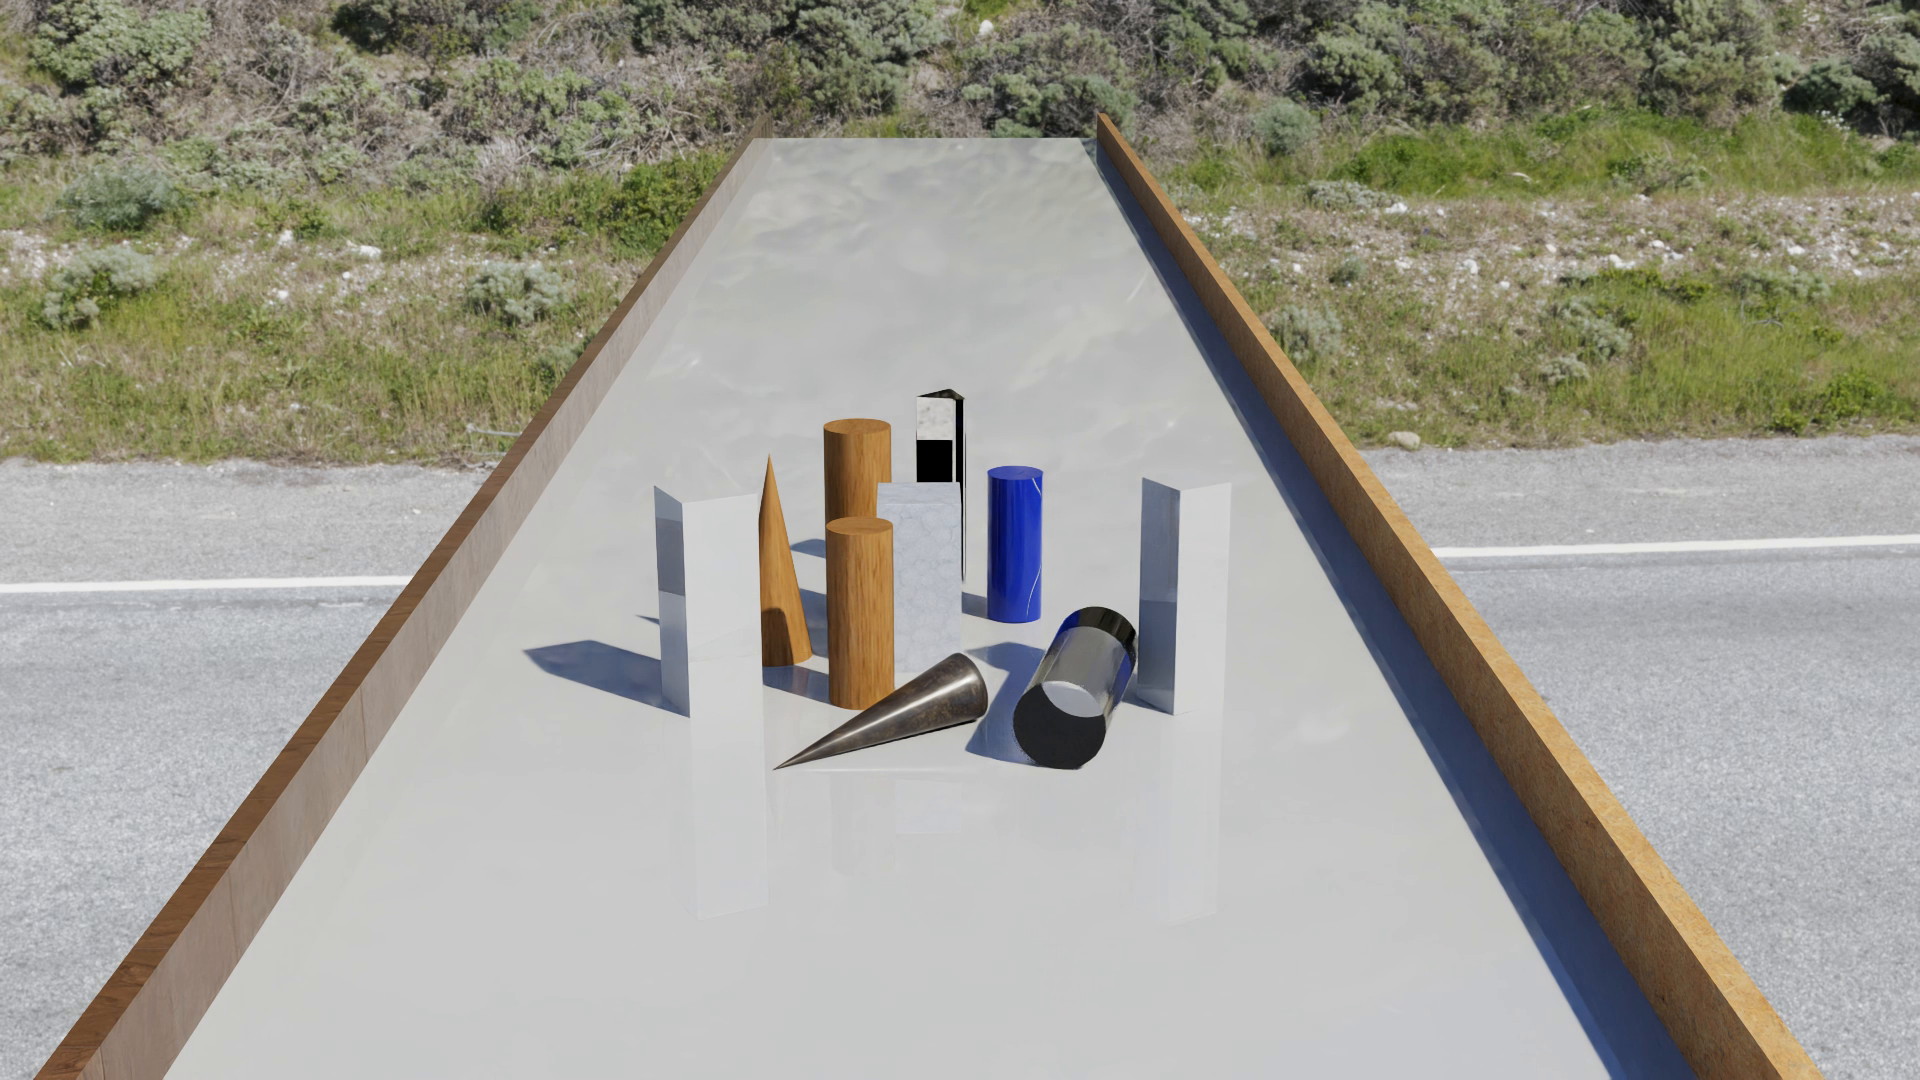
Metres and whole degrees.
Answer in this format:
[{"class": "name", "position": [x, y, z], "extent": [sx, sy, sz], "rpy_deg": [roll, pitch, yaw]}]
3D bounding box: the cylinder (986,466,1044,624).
[{"class": "cylinder", "position": [0.115, 0.009, 4.645], "extent": [0.118, 0.314, 0.118], "rpy_deg": [0, 17, 0]}]

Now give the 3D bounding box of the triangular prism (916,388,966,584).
[{"class": "triangular prism", "position": [-0.032, -0.121, 4.894], "extent": [0.110, 0.421, 0.095], "rpy_deg": [4, 17, 12]}]

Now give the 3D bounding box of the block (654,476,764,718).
[{"class": "block", "position": [-0.473, 0.105, 4.143], "extent": [0.147, 0.416, 0.147], "rpy_deg": [-9, 19, -27]}]

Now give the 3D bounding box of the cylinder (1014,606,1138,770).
[{"class": "cylinder", "position": [0.219, 0.265, 4.045], "extent": [0.165, 0.165, 0.424], "rpy_deg": [4, 17, 12]}]

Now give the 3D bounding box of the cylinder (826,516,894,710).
[{"class": "cylinder", "position": [-0.187, 0.138, 4.157], "extent": [0.125, 0.345, 0.125], "rpy_deg": [0, 17, 0]}]

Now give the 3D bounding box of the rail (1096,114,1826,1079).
[{"class": "rail", "position": [0.932, -0.844, 7.801], "extent": [0.050, 0.150, 12.000], "rpy_deg": [0, 17, -1]}]

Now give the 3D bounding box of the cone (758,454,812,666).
[{"class": "cone", "position": [-0.376, 0.028, 4.391], "extent": [0.155, 0.422, 0.155], "rpy_deg": [0, 17, 0]}]

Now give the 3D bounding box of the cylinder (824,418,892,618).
[{"class": "cylinder", "position": [-0.213, -0.037, 4.619], "extent": [0.140, 0.417, 0.140], "rpy_deg": [0, 17, 0]}]

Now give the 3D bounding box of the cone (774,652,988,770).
[{"class": "cone", "position": [-0.160, 0.338, 3.977], "extent": [0.434, 0.129, 0.129], "rpy_deg": [-21, 25, -31]}]

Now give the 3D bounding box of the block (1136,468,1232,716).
[{"class": "block", "position": [0.420, 0.097, 4.135], "extent": [0.117, 0.436, 0.117], "rpy_deg": [-10, 19, -30]}]

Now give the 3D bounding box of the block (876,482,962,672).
[{"class": "block", "position": [-0.081, 0.074, 4.374], "extent": [0.164, 0.345, 0.164], "rpy_deg": [0, 17, -1]}]

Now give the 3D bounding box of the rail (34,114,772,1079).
[{"class": "rail", "position": [-1.118, -0.838, 7.780], "extent": [0.050, 0.150, 12.000], "rpy_deg": [0, 17, -1]}]
